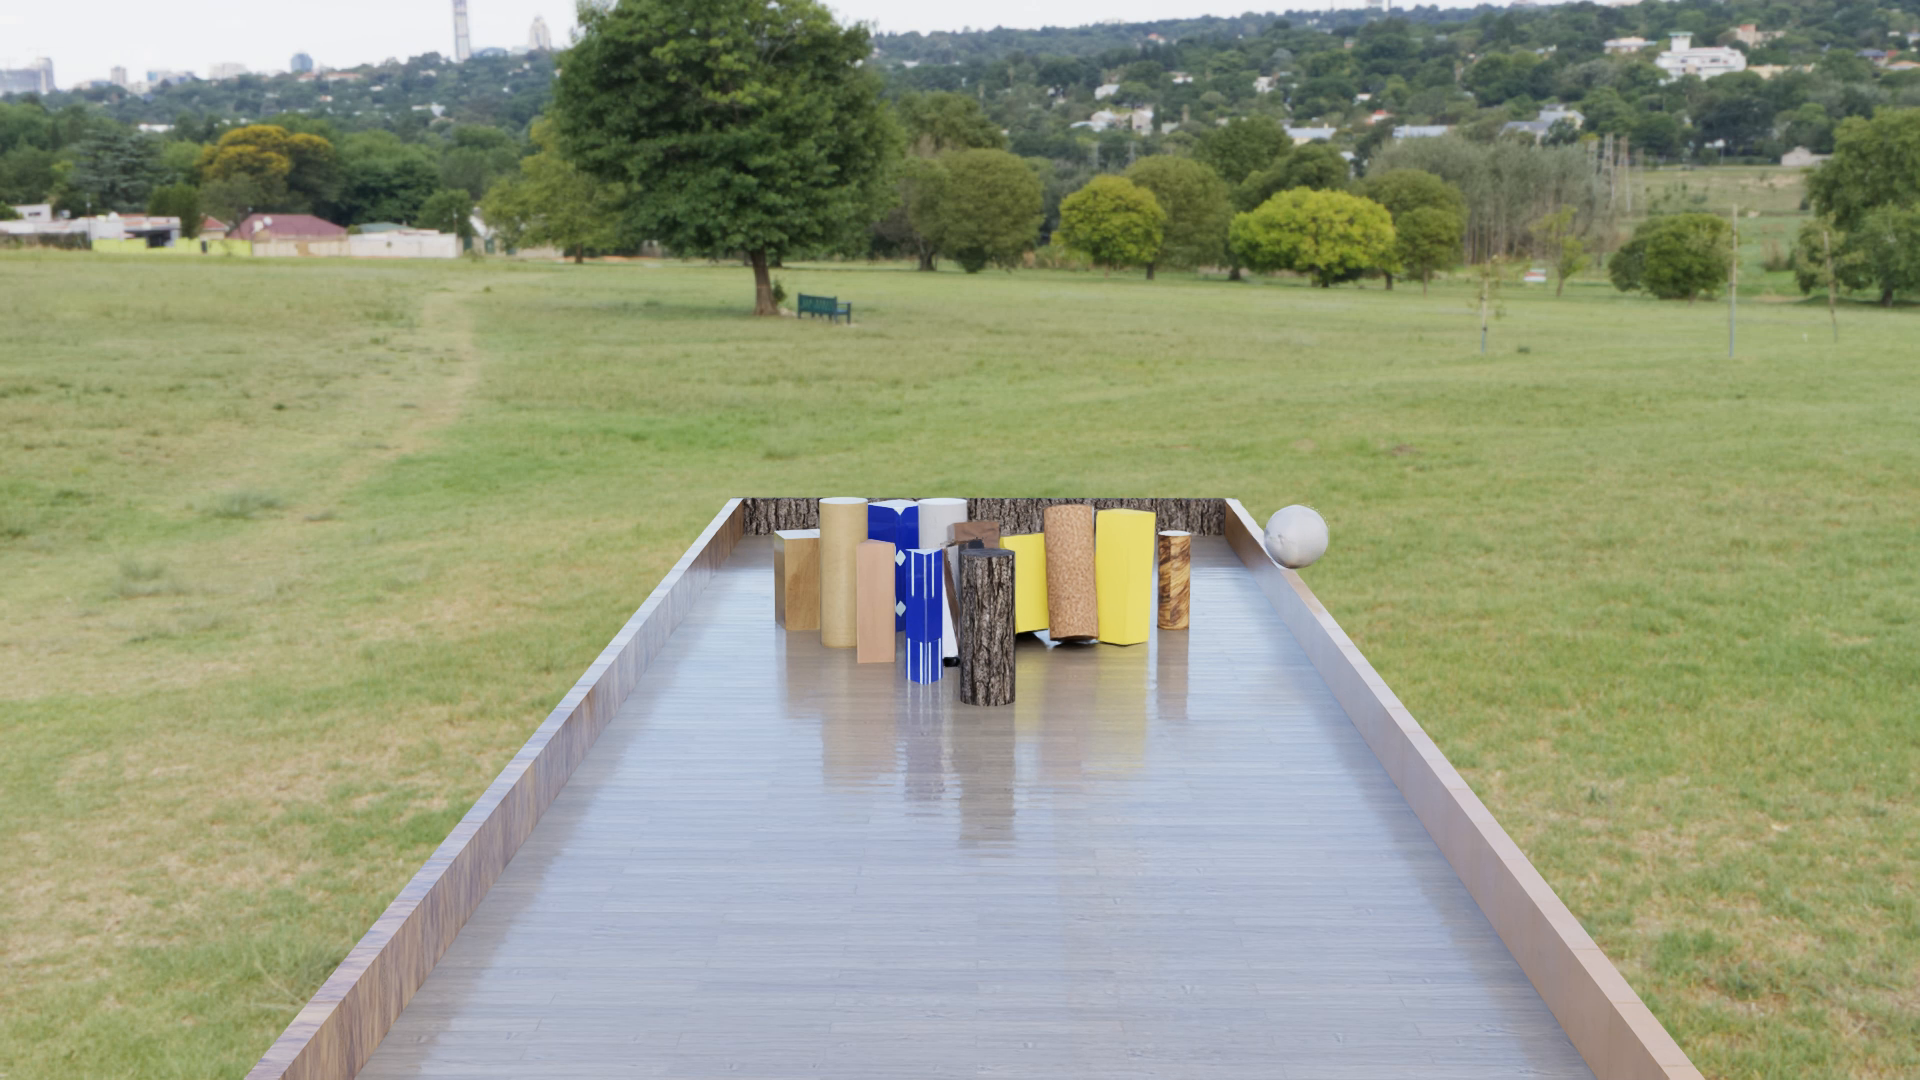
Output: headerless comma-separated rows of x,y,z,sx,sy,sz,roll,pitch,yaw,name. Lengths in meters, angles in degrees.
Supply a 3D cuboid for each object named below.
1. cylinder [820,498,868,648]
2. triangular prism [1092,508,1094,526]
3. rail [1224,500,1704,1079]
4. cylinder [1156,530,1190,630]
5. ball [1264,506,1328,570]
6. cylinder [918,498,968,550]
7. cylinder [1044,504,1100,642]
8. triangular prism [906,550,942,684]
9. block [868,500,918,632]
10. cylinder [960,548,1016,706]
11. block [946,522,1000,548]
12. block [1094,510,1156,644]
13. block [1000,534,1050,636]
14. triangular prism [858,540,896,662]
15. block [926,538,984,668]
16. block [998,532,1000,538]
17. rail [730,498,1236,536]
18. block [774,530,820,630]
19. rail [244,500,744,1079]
-0.364,0.102,6.909,0.153,0.456,0.153,0,9,0,cylinder
0.379,0.089,7.217,0.077,0.386,0.089,7,11,36,triangular prism
1.046,0.843,3.208,0.050,0.150,12.000,0,9,1,rail
0.698,0.132,7.181,0.107,0.312,0.107,0,9,0,cylinder
1.134,-0.009,7.419,0.216,0.216,0.216,0,9,0,ball
-0.053,0.102,6.922,0.154,0.451,0.154,0,8,0,cylinder
0.350,0.107,6.928,0.155,0.413,0.155,-3,-10,0,cylinder
-0.090,0.219,6.404,0.092,0.382,0.106,-6,11,-34,triangular prism
-0.203,0.082,7.203,0.151,0.404,0.151,-8,12,-43,block
0.077,0.242,6.144,0.156,0.419,0.156,0,9,0,cylinder
0.046,0.147,6.755,0.137,0.395,0.137,-2,-4,-9,block
0.516,0.115,6.957,0.131,0.409,0.131,8,8,41,block
0.187,0.146,7.011,0.165,0.303,0.165,-6,-6,-32,block
-0.263,0.184,6.690,0.115,0.363,0.099,-2,9,-11,triangular prism
0.010,0.189,6.563,0.134,0.361,0.134,-14,5,-35,block
0.059,0.133,7.181,0.127,0.310,0.127,2,9,10,block
0.099,-0.098,9.147,2.100,0.150,0.050,0,9,1,rail
-0.506,0.129,7.233,0.176,0.302,0.176,-3,9,-16,block
-1.004,0.839,3.234,0.050,0.150,12.000,0,9,1,rail
